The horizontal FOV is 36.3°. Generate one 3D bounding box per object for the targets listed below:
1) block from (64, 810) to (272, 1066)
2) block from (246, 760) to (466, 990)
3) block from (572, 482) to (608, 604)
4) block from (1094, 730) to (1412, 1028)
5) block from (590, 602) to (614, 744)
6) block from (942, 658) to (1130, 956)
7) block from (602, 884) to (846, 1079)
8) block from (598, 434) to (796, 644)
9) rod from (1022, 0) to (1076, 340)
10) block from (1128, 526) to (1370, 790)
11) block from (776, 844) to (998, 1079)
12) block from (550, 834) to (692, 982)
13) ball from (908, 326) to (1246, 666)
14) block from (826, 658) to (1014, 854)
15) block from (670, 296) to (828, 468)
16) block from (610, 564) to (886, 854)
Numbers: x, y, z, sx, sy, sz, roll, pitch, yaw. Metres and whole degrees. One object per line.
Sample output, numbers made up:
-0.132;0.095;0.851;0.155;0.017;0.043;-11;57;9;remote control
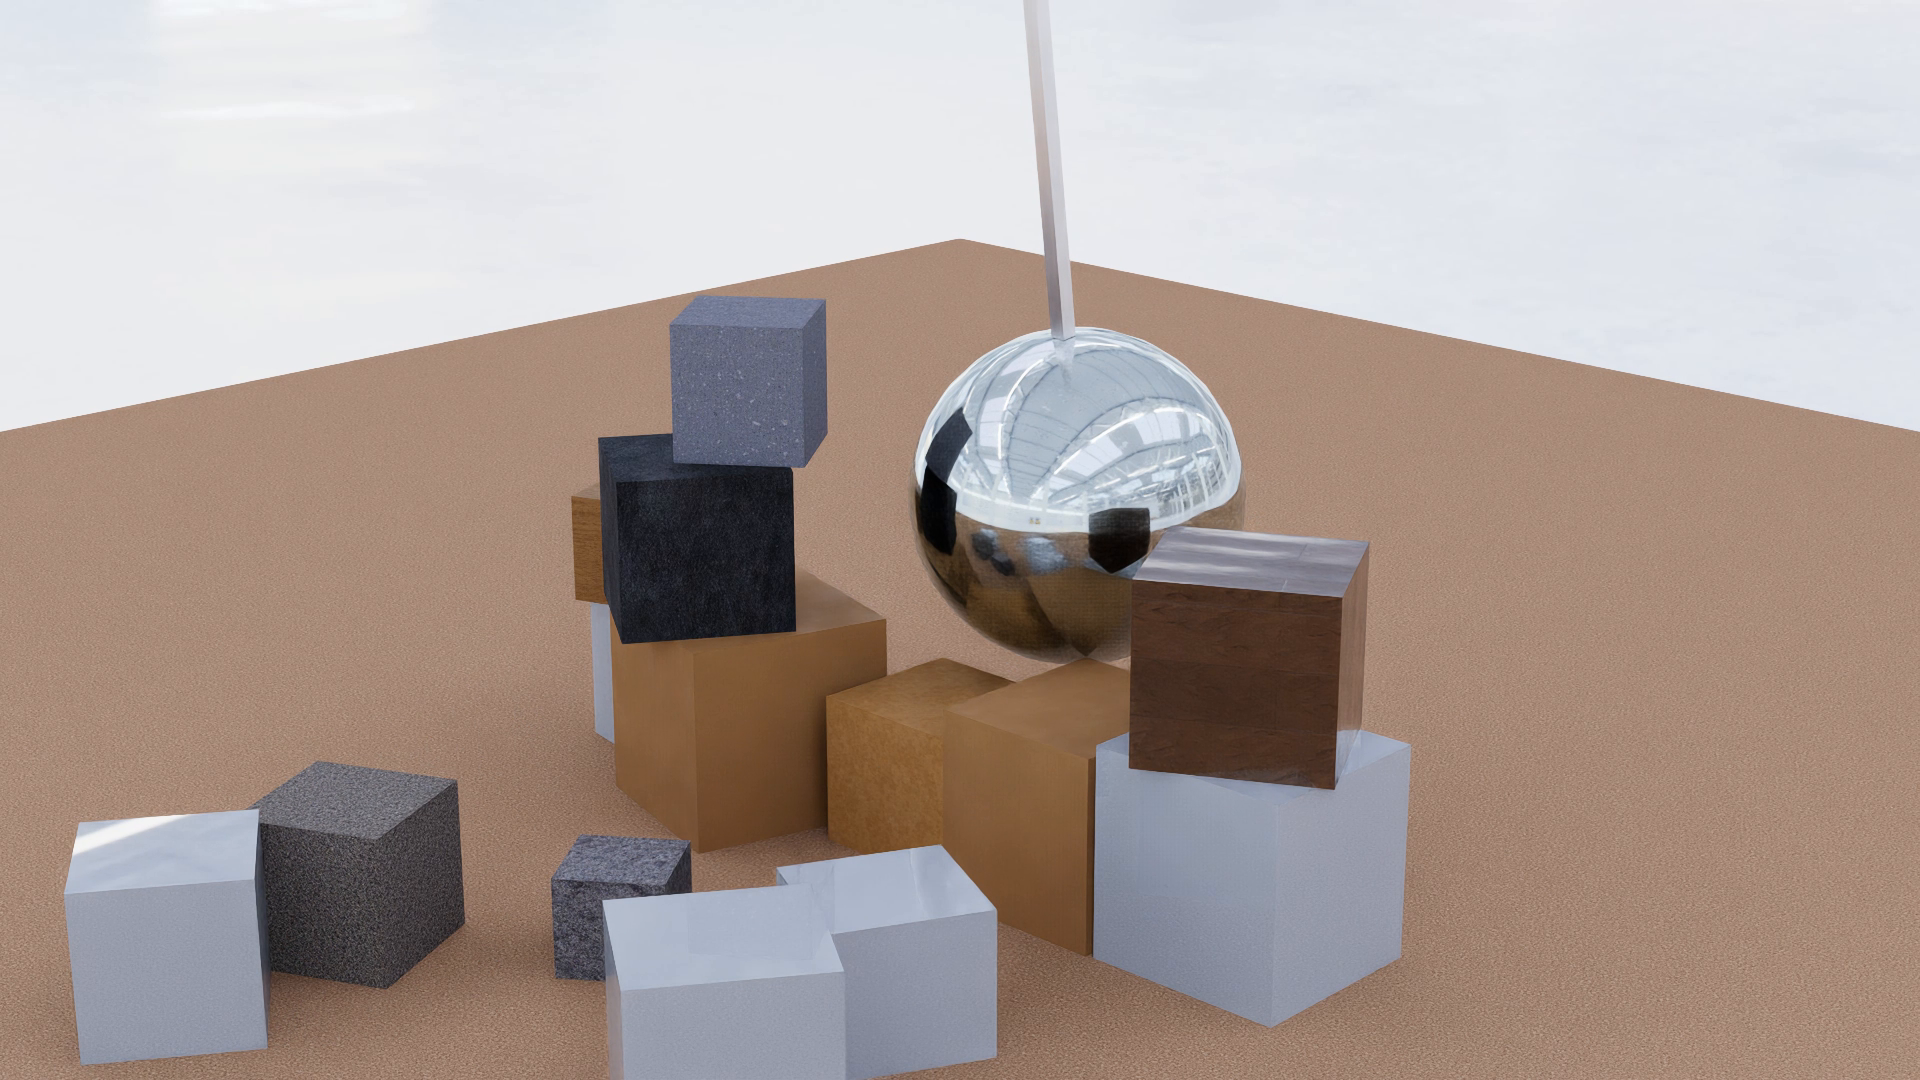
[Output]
-3.219;1.610;11.980;0.726;0.744;0.727;-3;18;-11;block
-2.626;1.433;12.647;0.693;0.682;0.694;6;18;18;block
-1.527;-0.010;14.930;0.634;0.550;0.648;7;19;23;block
1.236;1.330;12.477;0.960;0.981;0.913;16;23;41;block
-1.383;0.662;14.974;0.720;0.758;0.736;-12;21;-33;block
0.562;1.169;13.104;0.860;0.912;0.945;16;24;42;block
-0.889;1.867;10.987;0.804;0.849;0.787;-3;18;-11;block
-1.248;-0.031;13.850;0.812;0.776;0.785;-4;18;-12;block
0.239;-3.329;12.547;0.080;5.200;0.080;17;31;42;rod
1.208;0.474;12.195;0.852;0.821;0.765;5;18;15;block
-0.301;1.704;11.844;0.709;0.647;0.684;-6;18;-18;block
-1.441;1.579;12.556;0.489;0.459;0.476;2;18;8;block
0.552;-0.206;13.856;1.600;1.600;1.600;0;17;0;ball
-0.055;1.078;13.715;0.763;0.719;0.842;-17;24;-42;block
-0.981;-0.749;13.736;0.617;0.659;0.599;2;18;7;block
-1.022;0.793;14.171;1.005;0.989;0.961;-10;20;-28;block
